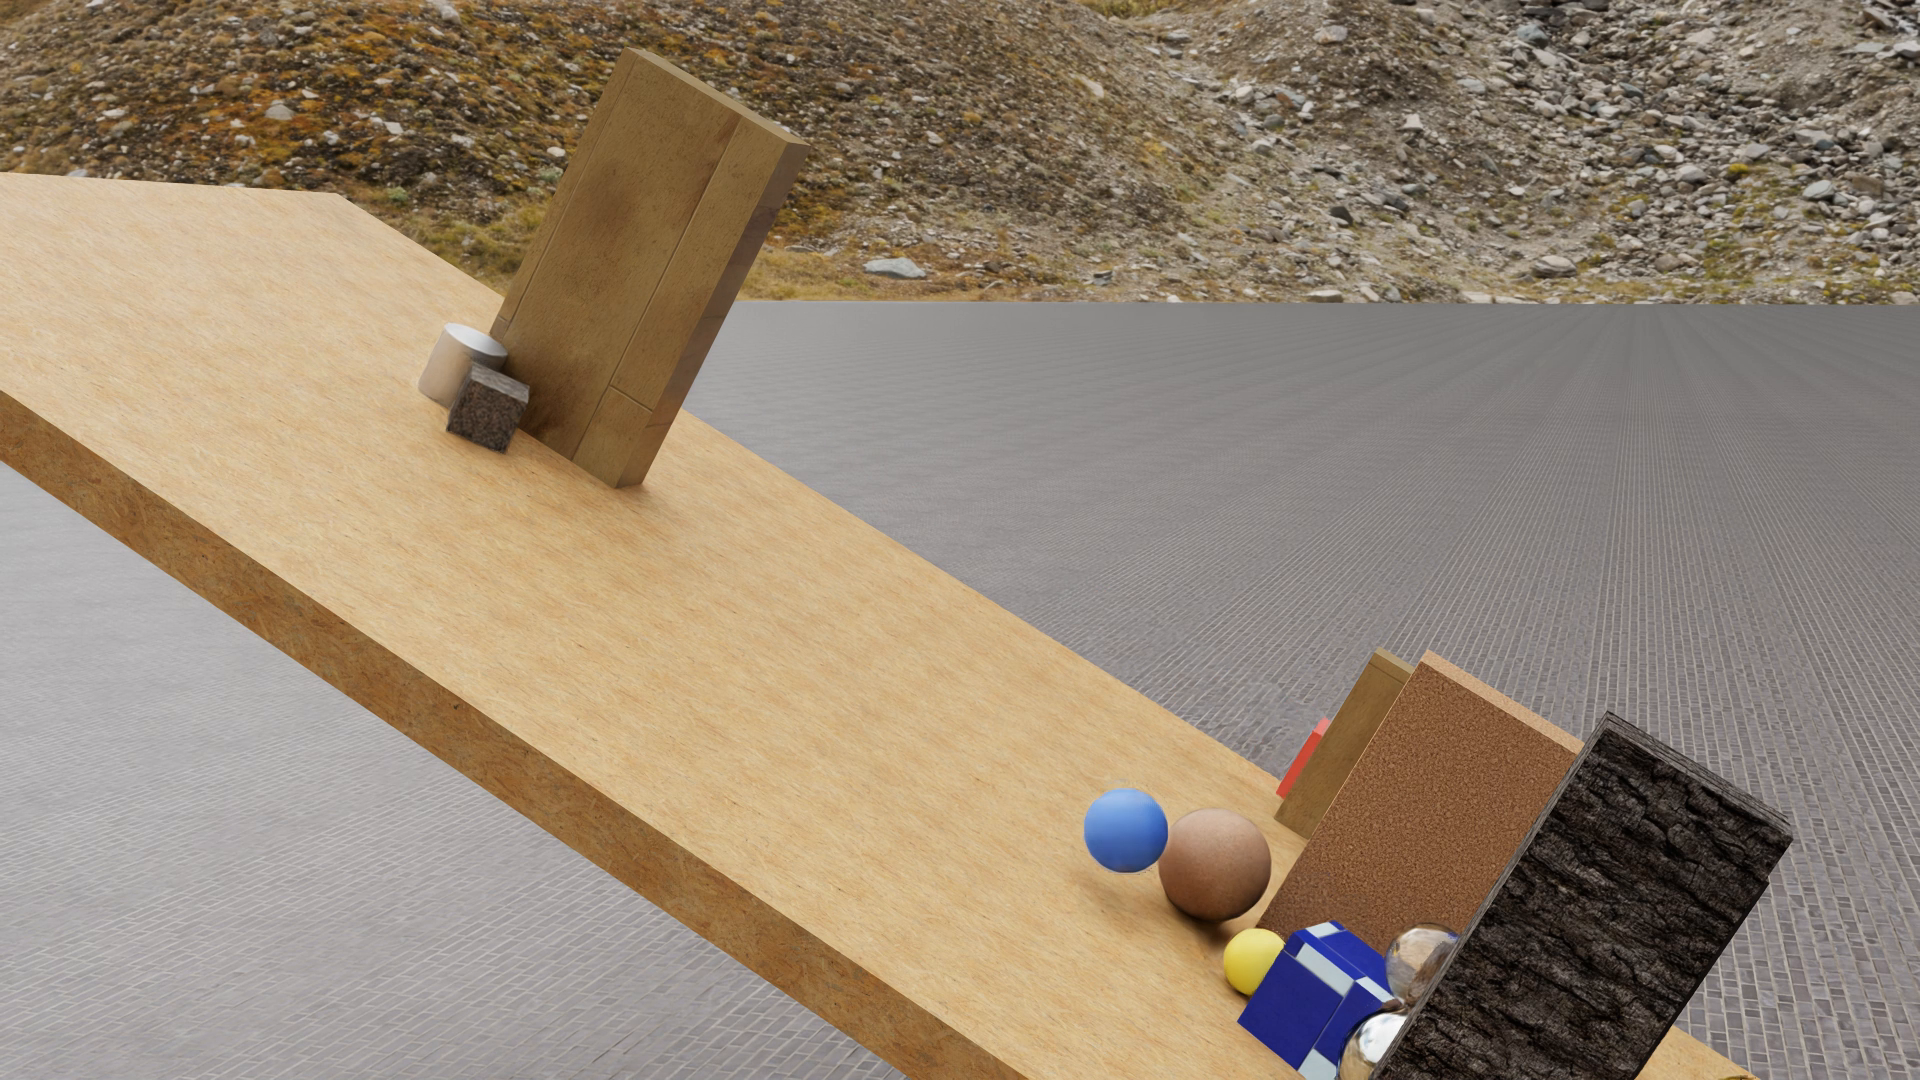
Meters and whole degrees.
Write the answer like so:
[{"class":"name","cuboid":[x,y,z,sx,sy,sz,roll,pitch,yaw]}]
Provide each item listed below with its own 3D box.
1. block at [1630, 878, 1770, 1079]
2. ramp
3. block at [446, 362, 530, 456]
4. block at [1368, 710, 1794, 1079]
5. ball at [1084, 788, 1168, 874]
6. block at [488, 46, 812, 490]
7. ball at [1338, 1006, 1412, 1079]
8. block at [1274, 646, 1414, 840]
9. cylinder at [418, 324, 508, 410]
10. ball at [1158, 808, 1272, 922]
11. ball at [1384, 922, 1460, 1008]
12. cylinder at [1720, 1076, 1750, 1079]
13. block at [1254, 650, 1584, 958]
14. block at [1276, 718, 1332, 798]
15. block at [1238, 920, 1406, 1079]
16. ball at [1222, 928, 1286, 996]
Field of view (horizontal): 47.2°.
[{"class":"block","cuboid":[0.957,0.716,3.436,0.269,0.659,0.106,32,15,11]},{"class":"ramp","cuboid":[-0.198,0.326,4.135,4.000,0.100,2.000,32,15,11]},{"class":"block","cuboid":[-0.928,-0.259,4.323,0.118,0.118,0.118,24,15,-17]},{"class":"block","cuboid":[0.843,0.658,3.157,0.285,0.788,0.128,32,15,11]},{"class":"ball","cuboid":[0.285,0.499,3.773,0.145,0.145,0.145,0,7,0]},{"class":"block","cuboid":[-0.662,-0.546,4.462,0.394,0.787,0.131,32,15,11]},{"class":"ball","cuboid":[0.676,0.814,3.392,0.184,0.184,0.184,0,7,0]},{"class":"block","cuboid":[0.945,0.513,4.599,0.416,0.420,0.081,32,15,11]},{"class":"cylinder","cuboid":[-1.004,-0.345,4.440,0.136,0.136,0.136,27,14,-7]},{"class":"ball","cuboid":[0.451,0.575,3.895,0.201,0.201,0.201,0,7,0]},{"class":"ball","cuboid":[0.745,0.679,3.485,0.143,0.143,0.143,0,7,0]},{"class":"cylinder","cuboid":[1.408,1.086,3.963,0.182,0.182,0.182,2,7,17]},{"class":"block","cuboid":[0.783,0.536,3.822,0.309,0.612,0.125,32,15,11]},{"class":"block","cuboid":[0.823,0.519,4.867,0.165,0.165,0.165,32,15,12]},{"class":"block","cuboid":[0.604,0.759,3.593,0.181,0.181,0.181,36,16,27]},{"class":"ball","cuboid":[0.499,0.710,3.695,0.115,0.115,0.115,0,7,0]}]
